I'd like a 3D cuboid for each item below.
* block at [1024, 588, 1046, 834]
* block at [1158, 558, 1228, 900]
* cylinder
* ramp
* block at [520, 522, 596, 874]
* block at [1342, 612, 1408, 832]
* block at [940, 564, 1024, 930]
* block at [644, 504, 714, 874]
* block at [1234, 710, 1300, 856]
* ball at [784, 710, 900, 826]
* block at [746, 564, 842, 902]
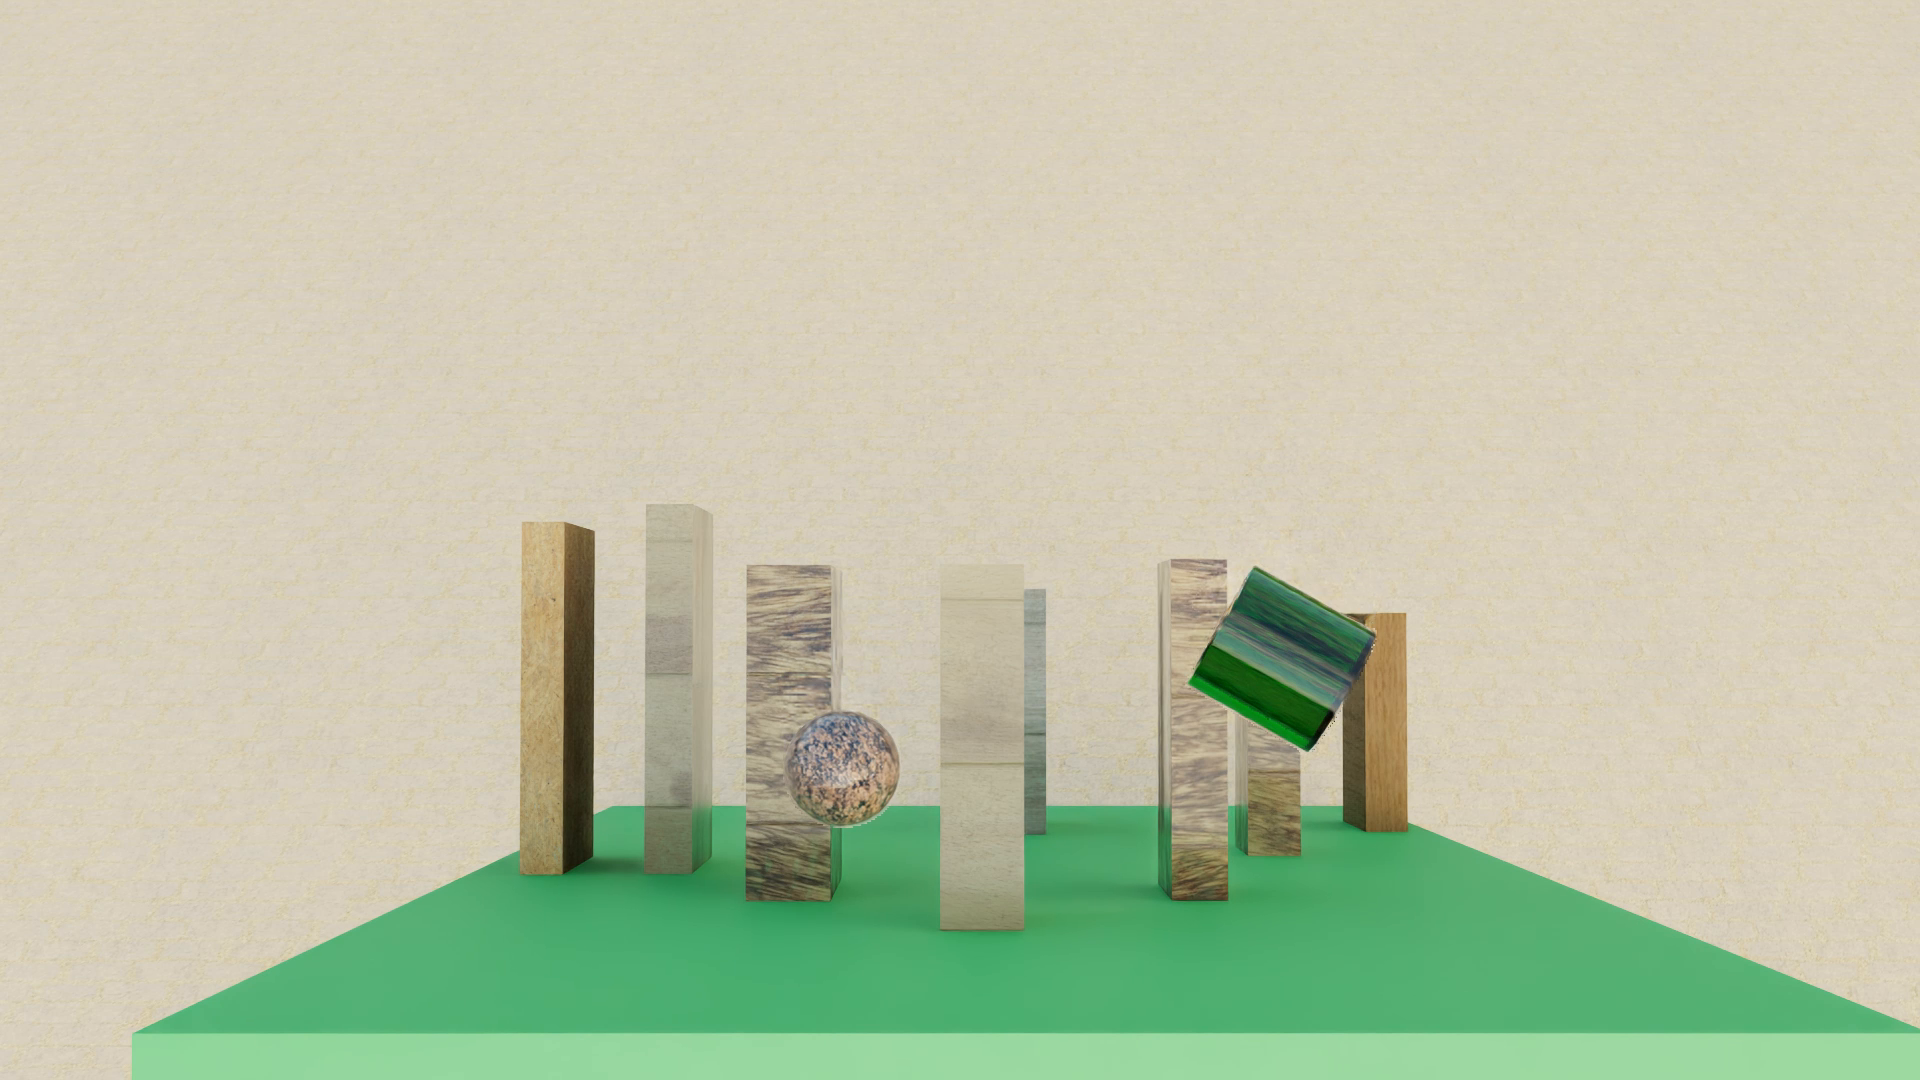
[{"bbox_3d":[0.143,0.396,6.093,0.104,0.554,0.443,0,-2,0],"label":"block"},{"bbox_3d":[0.403,0.325,4.529,0.095,0.575,0.303,0,-2,0],"label":"block"},{"bbox_3d":[0.370,0.136,2.997,0.158,0.158,0.158,29,41,4],"label":"cylinder"},{"bbox_3d":[0.080,0.676,4.886,2.000,0.100,4.000,0,-2,0],"label":"ramp"},{"bbox_3d":[-0.783,0.303,5.072,0.080,0.660,0.409,0,-2,0],"label":"block"},{"bbox_3d":[0.976,0.424,6.132,0.096,0.500,0.357,0,-2,0],"label":"block"},{"bbox_3d":[0.034,0.318,4.057,0.126,0.552,0.271,0,-2,0],"label":"block"},{"bbox_3d":[-0.547,0.287,5.078,0.089,0.693,0.399,0,-2,0],"label":"block"},{"bbox_3d":[0.638,0.384,5.408,0.107,0.524,0.249,0,-2,0],"label":"block"},{"bbox_3d":[-0.144,0.279,3.187,0.142,0.142,0.142,0,36,0],"label":"ball"},{"bbox_3d":[-0.288,0.332,4.580,0.142,0.564,0.422,0,-2,0],"label":"block"}]
